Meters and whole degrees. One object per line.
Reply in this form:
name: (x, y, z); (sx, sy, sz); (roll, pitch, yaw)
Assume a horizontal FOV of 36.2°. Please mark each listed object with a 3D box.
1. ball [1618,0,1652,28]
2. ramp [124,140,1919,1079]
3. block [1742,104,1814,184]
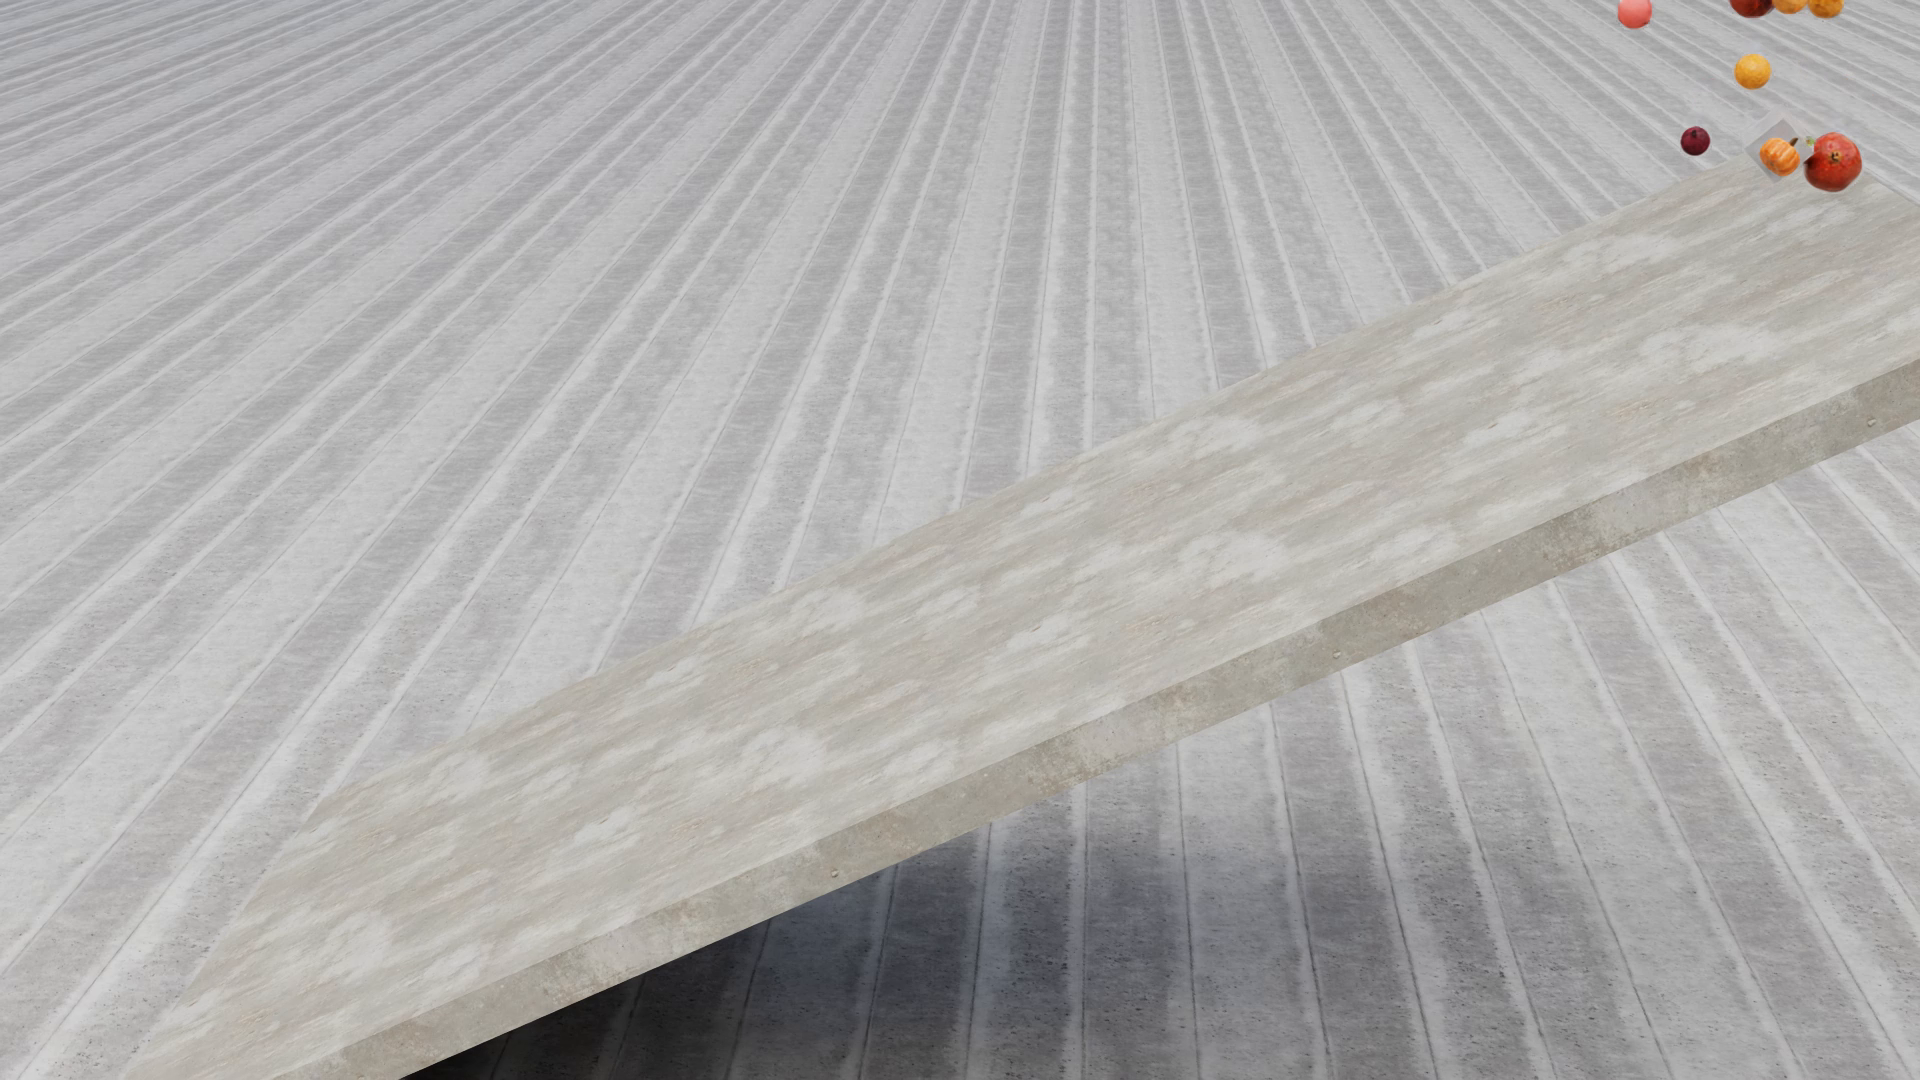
ball: (1.356, -1.062, 5.909); (0.070, 0.070, 0.070); (0, 16, 0)
ramp: (0.137, 0.168, 6.282); (4.000, 0.100, 2.000); (-24, 13, 9)
block: (1.602, -0.776, 5.758); (0.095, 0.095, 0.095); (-40, 12, 26)
